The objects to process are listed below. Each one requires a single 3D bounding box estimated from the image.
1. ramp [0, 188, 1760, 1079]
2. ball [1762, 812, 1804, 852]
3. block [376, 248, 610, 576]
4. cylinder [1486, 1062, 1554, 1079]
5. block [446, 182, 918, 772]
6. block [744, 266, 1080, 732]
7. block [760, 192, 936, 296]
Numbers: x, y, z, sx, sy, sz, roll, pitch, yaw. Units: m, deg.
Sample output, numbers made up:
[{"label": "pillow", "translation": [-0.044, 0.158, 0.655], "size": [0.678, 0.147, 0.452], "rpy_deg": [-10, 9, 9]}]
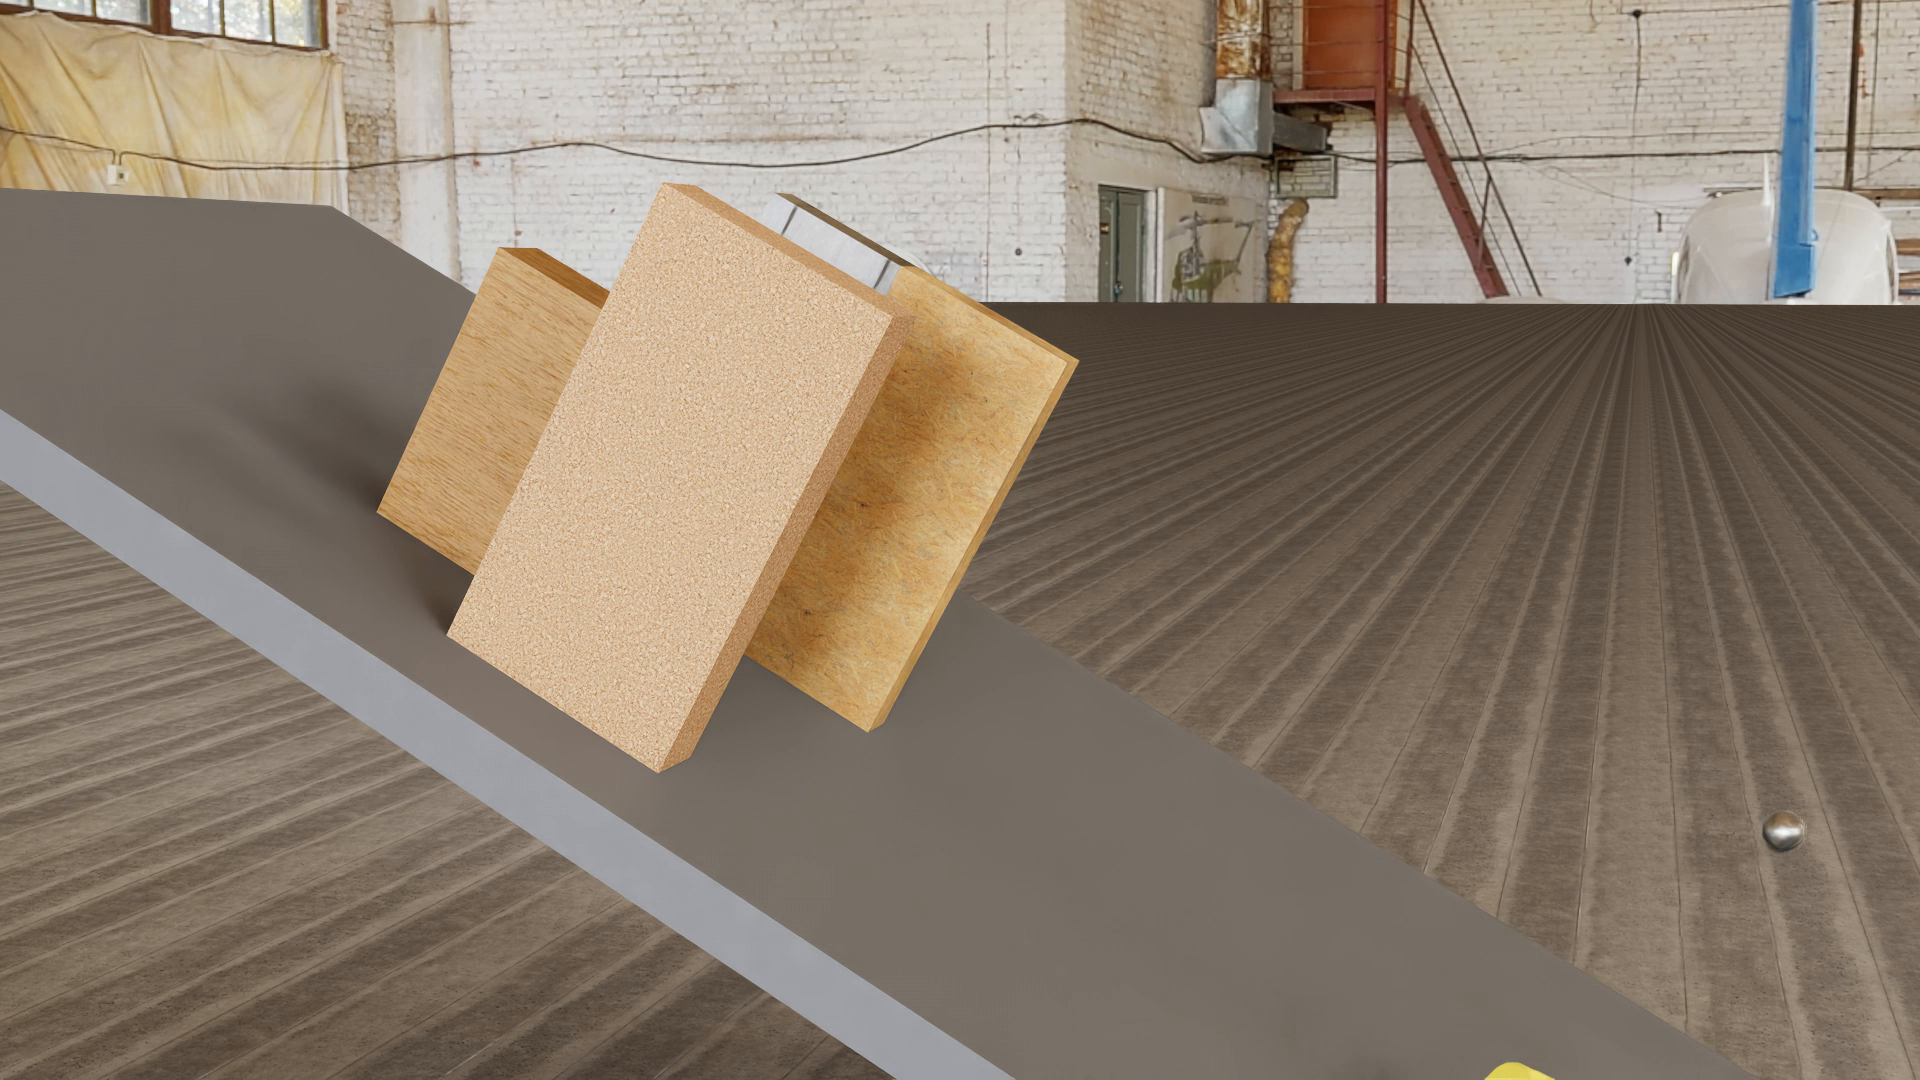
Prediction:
[{"label": "ramp", "translation": [-0.206, 0.340, 4.139], "size": [4.000, 0.100, 2.000], "rpy_deg": [31, 14, 11]}, {"label": "ball", "translation": [2.648, 0.937, 7.071], "size": [0.128, 0.128, 0.128], "rpy_deg": [0, 7, 0]}, {"label": "block", "translation": [-0.718, -0.185, 3.755], "size": [0.355, 0.515, 0.138], "rpy_deg": [31, 14, 11]}, {"label": "cylinder", "translation": [0.939, 0.963, 3.515], "size": [0.194, 0.194, 0.194], "rpy_deg": [26, 2, -11]}, {"label": "block", "translation": [-0.436, -0.093, 3.383], "size": [0.411, 0.799, 0.120], "rpy_deg": [31, 14, 11]}, {"label": "block", "translation": [-0.122, -0.071, 3.961], "size": [0.344, 0.766, 0.085], "rpy_deg": [31, 14, 11]}, {"label": "block", "translation": [-0.376, -0.418, 4.999], "size": [0.396, 0.618, 0.113], "rpy_deg": [31, 14, 11]}]
